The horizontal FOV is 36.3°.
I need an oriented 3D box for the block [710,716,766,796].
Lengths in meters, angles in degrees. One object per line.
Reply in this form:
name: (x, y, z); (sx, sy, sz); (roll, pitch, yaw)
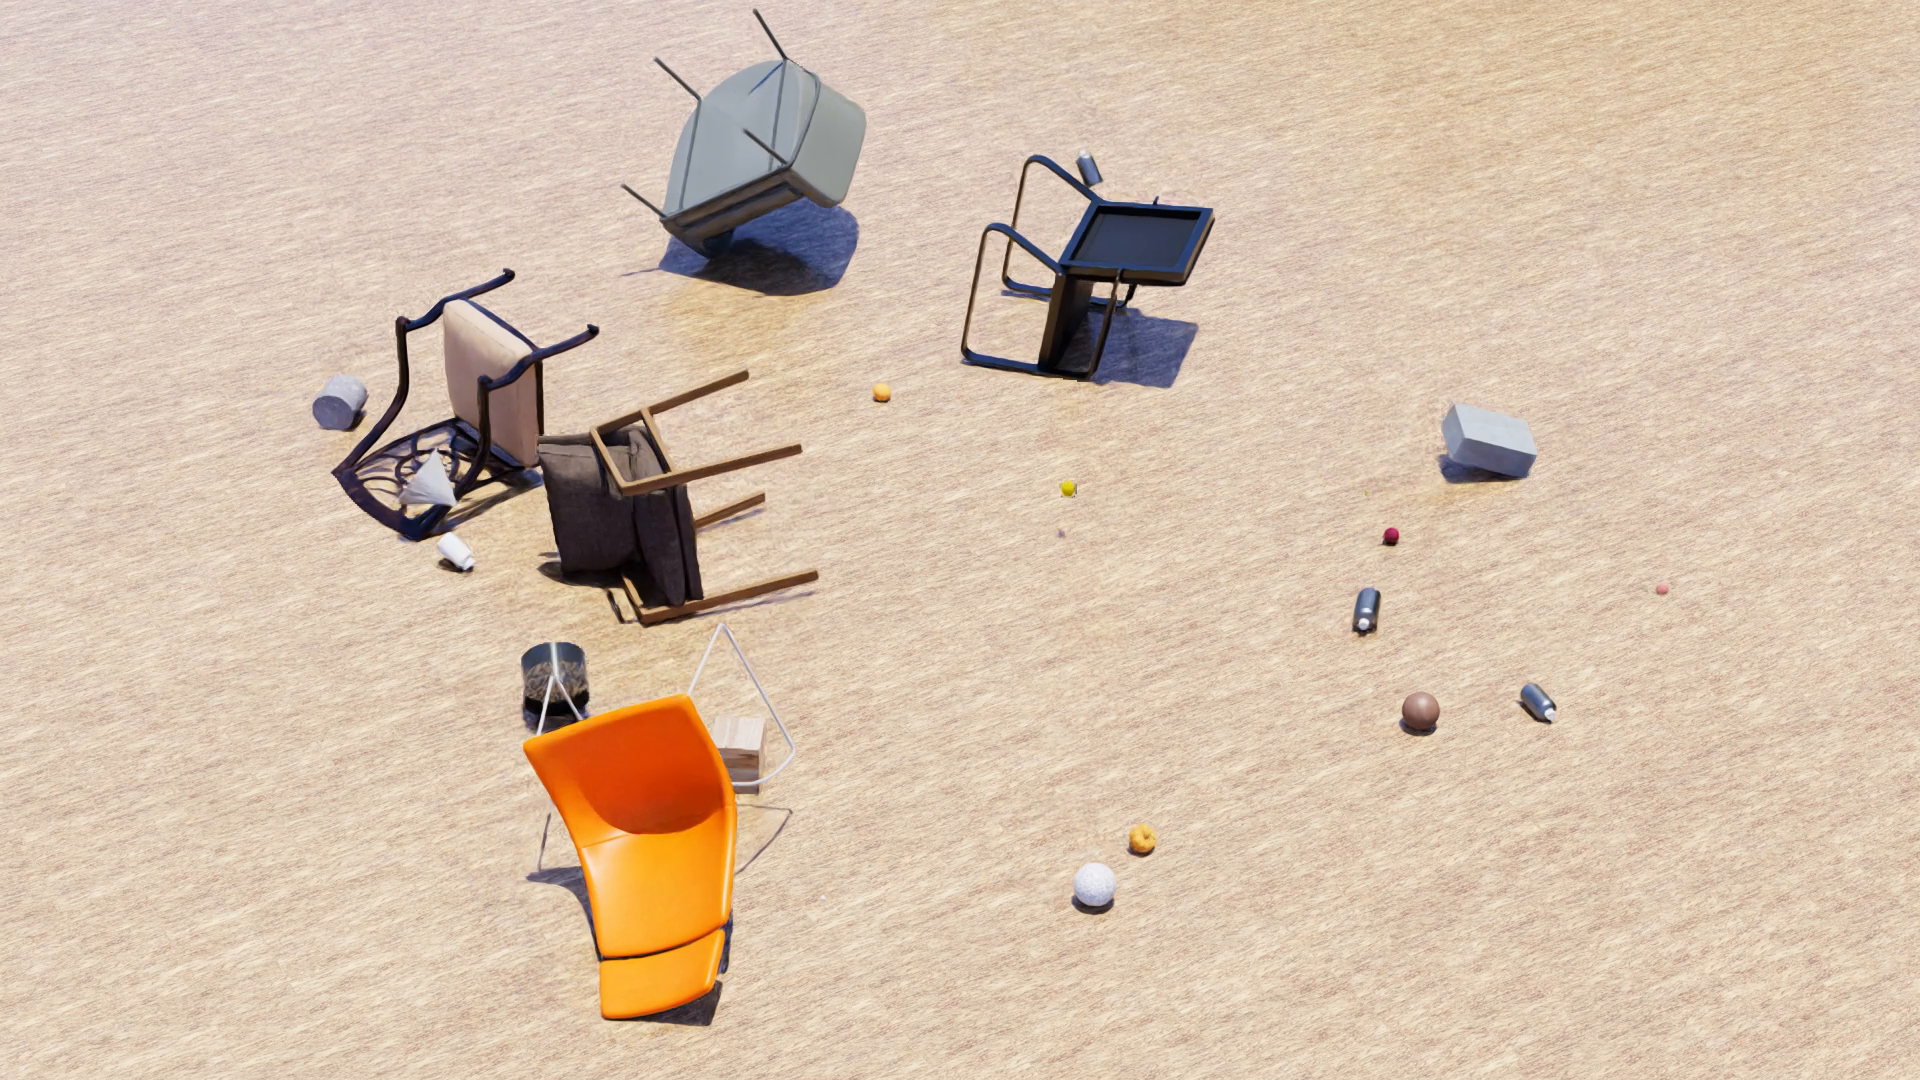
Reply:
block: (-0.733, 0.713, 9.685); (0.161, 0.190, 0.165); (3, 34, 2)

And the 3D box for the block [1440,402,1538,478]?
block: (2.038, -0.382, 11.303); (0.315, 0.121, 0.212); (13, 38, -16)

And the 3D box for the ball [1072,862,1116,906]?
ball: (0.422, 1.079, 9.183); (0.137, 0.137, 0.137); (0, 33, 0)

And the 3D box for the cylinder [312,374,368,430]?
cylinder: (-2.456, -0.544, 11.624); (0.171, 0.162, 0.164); (0, 33, 12)

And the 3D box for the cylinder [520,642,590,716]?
cylinder: (-1.375, 0.473, 9.957); (0.220, 0.235, 0.160); (-2, 58, -14)

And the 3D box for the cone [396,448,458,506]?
cone: (-1.946, -0.184, 10.911); (0.189, 0.194, 0.264); (37, 64, -12)
